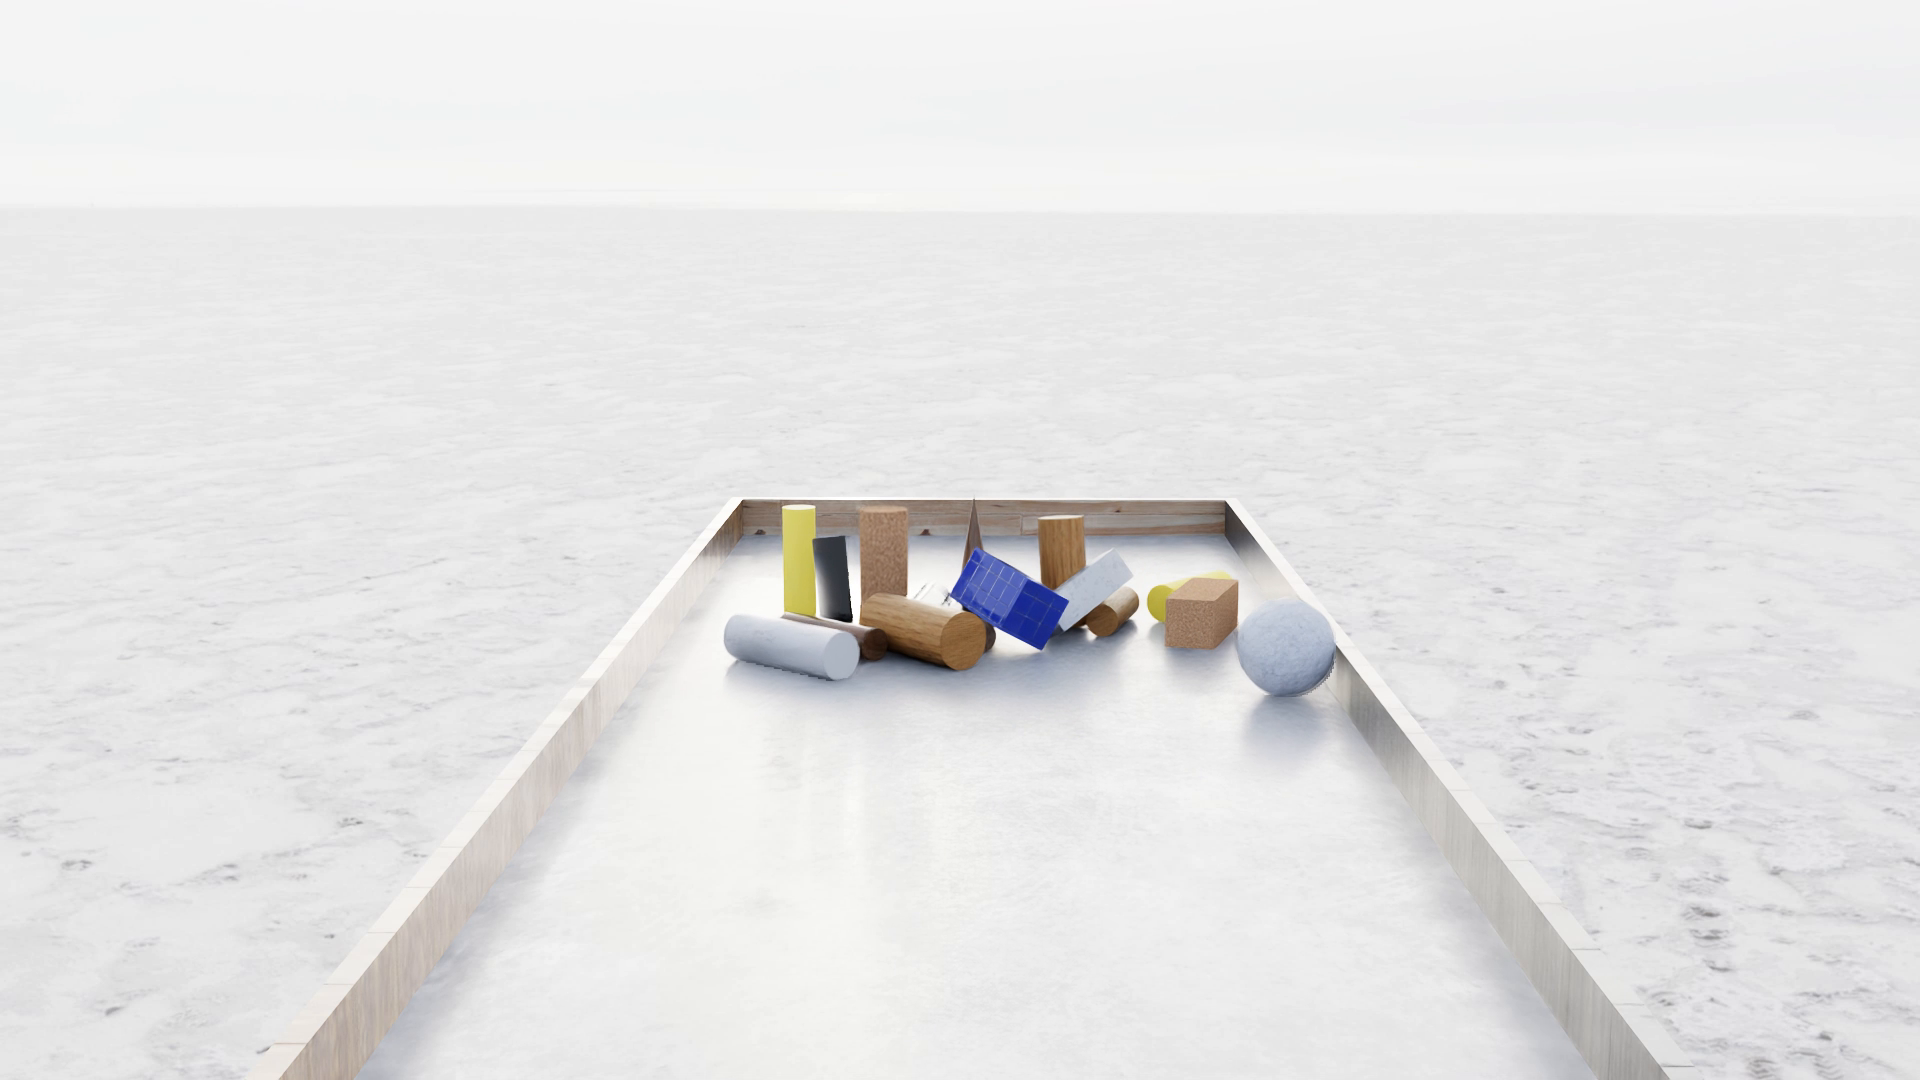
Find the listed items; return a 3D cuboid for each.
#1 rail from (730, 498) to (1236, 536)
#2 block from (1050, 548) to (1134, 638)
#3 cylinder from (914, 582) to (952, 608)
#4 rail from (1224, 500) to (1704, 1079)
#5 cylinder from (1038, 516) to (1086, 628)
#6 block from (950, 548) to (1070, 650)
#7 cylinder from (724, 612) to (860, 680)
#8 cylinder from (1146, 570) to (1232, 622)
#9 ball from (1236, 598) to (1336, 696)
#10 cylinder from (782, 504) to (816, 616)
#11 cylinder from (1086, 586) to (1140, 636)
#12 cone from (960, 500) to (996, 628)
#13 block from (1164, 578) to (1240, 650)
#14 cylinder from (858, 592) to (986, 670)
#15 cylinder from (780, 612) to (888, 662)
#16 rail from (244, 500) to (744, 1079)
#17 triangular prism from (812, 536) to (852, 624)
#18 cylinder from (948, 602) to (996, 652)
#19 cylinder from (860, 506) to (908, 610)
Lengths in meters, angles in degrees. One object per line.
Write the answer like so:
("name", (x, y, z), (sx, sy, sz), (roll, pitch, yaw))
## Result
("rail", (0.099, -0.098, 9.147), (2.100, 0.150, 0.050), (0, 9, 1))
("block", (0.391, 0.170, 7.046), (0.325, 0.112, 0.112), (-37, 3, -27))
("cylinder", (-0.111, 0.229, 7.187), (0.119, 0.119, 0.361), (1, 9, 8))
("rail", (1.046, 0.843, 3.208), (0.050, 0.150, 12.000), (0, 9, 1))
("cylinder", (0.338, 0.102, 7.188), (0.151, 0.355, 0.151), (-3, 5, 0))
("block", (0.152, 0.183, 6.915), (0.180, 0.180, 0.335), (28, 2, -34))
("cylinder", (-0.507, 0.313, 6.568), (0.449, 0.145, 0.145), (9, 12, 43))
("cylinder", (0.782, 0.188, 7.423), (0.126, 0.126, 0.364), (7, 11, 37))
("ball", (0.921, 0.301, 6.221), (0.278, 0.278, 0.278), (0, 9, 0))
("cylinder", (-0.526, 0.087, 7.209), (0.108, 0.392, 0.108), (0, 9, 0))
("cylinder", (0.503, 0.232, 7.208), (0.106, 0.106, 0.345), (3, 9, 16))
("cone", (0.046, 0.066, 7.201), (0.148, 0.436, 0.148), (0, 9, 0))
("block", (0.778, 0.232, 7.049), (0.154, 0.154, 0.399), (3, 9, 18))
("cylinder", (-0.119, 0.275, 6.711), (0.176, 0.176, 0.417), (-7, 11, -37))
("cylinder", (-0.399, 0.297, 6.811), (0.395, 0.101, 0.101), (8, 12, 43))
("rail", (-1.004, 0.839, 3.234), (0.050, 0.150, 12.000), (0, 9, 1))
("triangular prism", (-0.380, 0.151, 7.007), (0.119, 0.324, 0.103), (-5, 1, 27))
("cylinder", (0.029, 0.276, 6.943), (0.102, 0.102, 0.306), (-2, 9, -12))
("cylinder", (-0.248, 0.091, 7.178), (0.156, 0.391, 0.156), (0, 10, 0))
